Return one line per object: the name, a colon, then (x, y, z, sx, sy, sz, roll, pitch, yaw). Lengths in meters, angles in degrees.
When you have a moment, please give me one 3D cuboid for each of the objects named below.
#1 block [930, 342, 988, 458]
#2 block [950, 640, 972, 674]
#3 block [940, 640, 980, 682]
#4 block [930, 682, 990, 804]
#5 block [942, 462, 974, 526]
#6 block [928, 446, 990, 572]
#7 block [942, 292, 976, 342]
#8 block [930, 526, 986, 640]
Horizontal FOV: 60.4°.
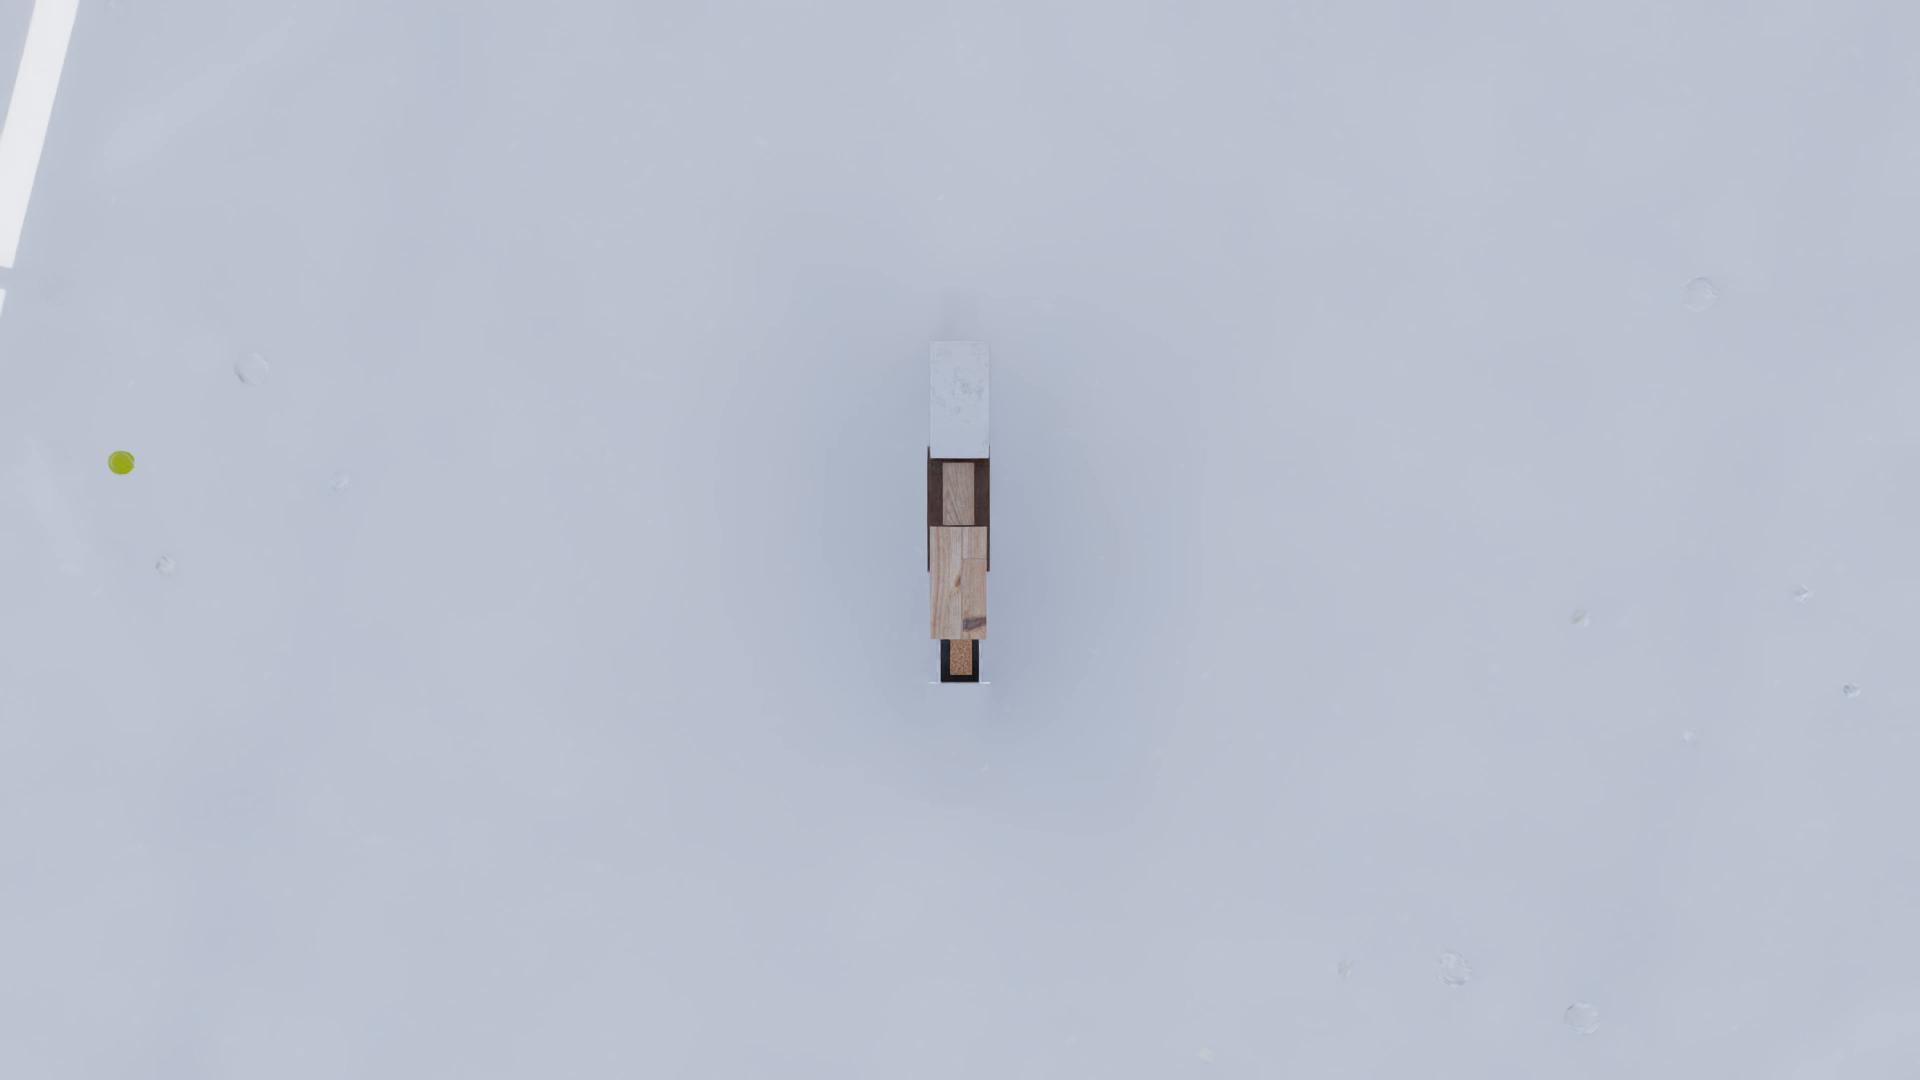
block: (-0.001, -0.370, 4.368, 0.153, 0.043, 0.307, 0, 90, 0)
block: (0.004, 0.331, 4.846, 0.064, 0.018, 0.128, 0, 90, 0)
block: (-0.001, 0.381, 5.000, 0.117, 0.033, 0.233, 0, 90, 0)
block: (-0.001, 0.568, 4.623, 0.168, 0.048, 0.337, 0, 90, 0)
block: (-0.004, -0.126, 4.513, 0.085, 0.024, 0.171, 0, 90, 0)
block: (-0.004, -0.089, 4.722, 0.178, 0.050, 0.356, 0, 90, 0)
block: (-0.004, -0.633, 4.909, 0.104, 0.030, 0.209, 0, 90, 0)
block: (-0.005, 0.113, 4.378, 0.149, 0.042, 0.298, 0, 90, 0)
